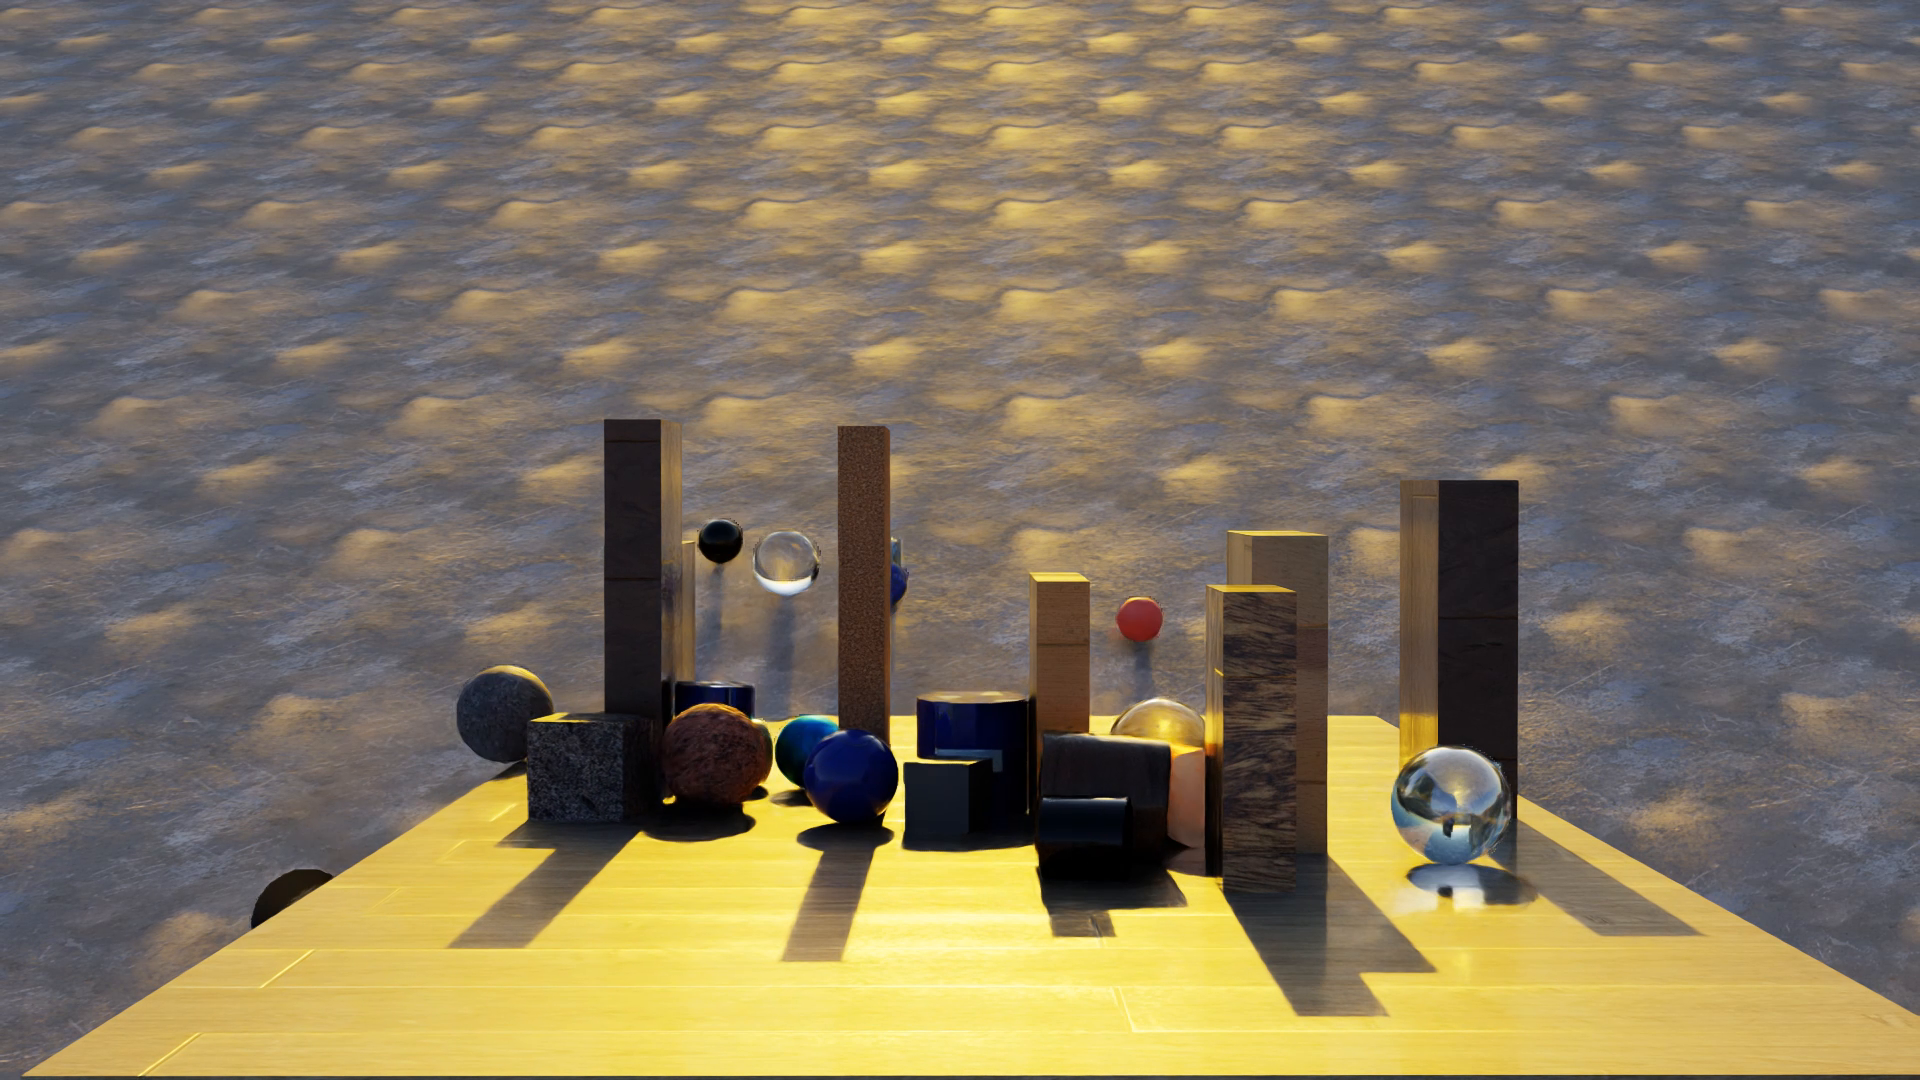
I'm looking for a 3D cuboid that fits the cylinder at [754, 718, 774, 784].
[{"bbox_3d":[-0.453,0.417,5.042,0.129,0.129,0.129,-1,23,-34],"label":"cylinder"}]

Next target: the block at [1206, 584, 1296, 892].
[{"bbox_3d":[0.432,0.289,3.850,0.106,0.435,0.258,0,1,0],"label":"block"}]

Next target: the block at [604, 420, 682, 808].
[{"bbox_3d":[-0.594,0.131,4.866,0.103,0.708,0.353,0,1,0],"label":"block"}]

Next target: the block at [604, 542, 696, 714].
[{"bbox_3d":[-0.638,0.241,5.337,0.140,0.468,0.411,0,1,0],"label":"block"}]

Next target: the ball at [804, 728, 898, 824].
[{"bbox_3d":[-0.189,0.411,4.484,0.166,0.166,0.166,0,26,0],"label":"ball"}]

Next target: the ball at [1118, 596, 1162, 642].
[{"bbox_3d":[0.495,0.219,7.101,0.124,0.124,0.124,0,26,0],"label":"ball"}]

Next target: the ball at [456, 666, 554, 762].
[{"bbox_3d":[-0.974,0.373,5.528,0.207,0.207,0.207,0,26,0],"label":"ball"}]

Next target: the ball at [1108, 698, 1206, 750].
[{"bbox_3d":[0.365,0.388,4.710,0.200,0.200,0.200,0,26,0],"label":"ball"}]

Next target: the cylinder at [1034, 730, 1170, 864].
[{"bbox_3d":[0.220,0.399,4.005,0.195,0.195,0.195,5,27,1],"label":"cylinder"}]

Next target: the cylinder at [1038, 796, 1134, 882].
[{"bbox_3d":[0.189,0.444,3.846,0.125,0.125,0.125,0,26,11],"label":"cylinder"}]

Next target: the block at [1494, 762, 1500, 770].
[{"bbox_3d":[0.862,0.439,4.480,0.107,0.107,0.107,-1,2,-38],"label":"block"}]

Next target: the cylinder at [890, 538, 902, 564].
[{"bbox_3d":[-0.245,0.056,7.418,0.130,0.130,0.130,6,27,8],"label":"cylinder"}]

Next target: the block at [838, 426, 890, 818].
[{"bbox_3d":[-0.175,0.141,4.753,0.082,0.693,0.385,0,1,0],"label":"block"}]

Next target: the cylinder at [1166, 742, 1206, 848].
[{"bbox_3d":[0.366,0.419,4.268,0.158,0.158,0.158,-8,3,-16],"label":"cylinder"}]

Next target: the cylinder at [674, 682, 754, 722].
[{"bbox_3d":[-0.465,0.346,4.877,0.149,0.149,0.149,2,1,0],"label":"cylinder"}]

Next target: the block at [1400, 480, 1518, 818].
[{"bbox_3d":[0.913,0.189,4.747,0.141,0.597,0.392,0,1,0],"label":"block"}]

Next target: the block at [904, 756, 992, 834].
[{"bbox_3d":[-0.020,0.436,4.429,0.117,0.117,0.117,0,1,21],"label":"block"}]

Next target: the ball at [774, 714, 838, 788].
[{"bbox_3d":[-0.288,0.411,5.002,0.144,0.144,0.144,0,26,0],"label":"ball"}]

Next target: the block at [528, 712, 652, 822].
[{"bbox_3d":[-0.659,0.404,4.609,0.174,0.174,0.174,0,1,10],"label":"block"}]

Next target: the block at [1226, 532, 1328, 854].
[{"bbox_3d":[0.526,0.243,4.314,0.122,0.508,0.385,0,1,0],"label":"block"}]

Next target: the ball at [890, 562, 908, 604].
[{"bbox_3d":[-0.210,0.120,7.299,0.125,0.125,0.125,0,26,0],"label":"ball"}]

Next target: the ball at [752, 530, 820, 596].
[{"bbox_3d":[-0.493,0.066,7.333,0.191,0.191,0.191,0,26,0],"label":"ball"}]

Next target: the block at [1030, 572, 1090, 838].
[{"bbox_3d":[0.168,0.279,4.424,0.087,0.432,0.424,0,1,0],"label":"block"}]

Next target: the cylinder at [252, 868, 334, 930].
[{"bbox_3d":[-1.332,0.812,5.360,0.210,0.210,0.210,-3,67,6],"label":"cylinder"}]

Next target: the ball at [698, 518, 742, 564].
[{"bbox_3d":[-0.699,0.003,7.529,0.130,0.130,0.130,0,26,0],"label":"ball"}]

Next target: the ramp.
[{"bbox_3d":[0.060,0.541,4.577,2.000,0.100,4.000,0,1,0],"label":"ramp"}]

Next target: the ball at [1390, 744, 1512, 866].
[{"bbox_3d":[0.760,0.411,4.001,0.185,0.185,0.185,0,26,0],"label":"ball"}]

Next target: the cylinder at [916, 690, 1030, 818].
[{"bbox_3d":[0.024,0.385,4.663,0.204,0.204,0.204,0,3,0],"label":"cylinder"}]

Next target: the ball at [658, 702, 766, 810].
[{"bbox_3d":[-0.448,0.391,4.659,0.195,0.195,0.195,0,26,0],"label":"ball"}]
